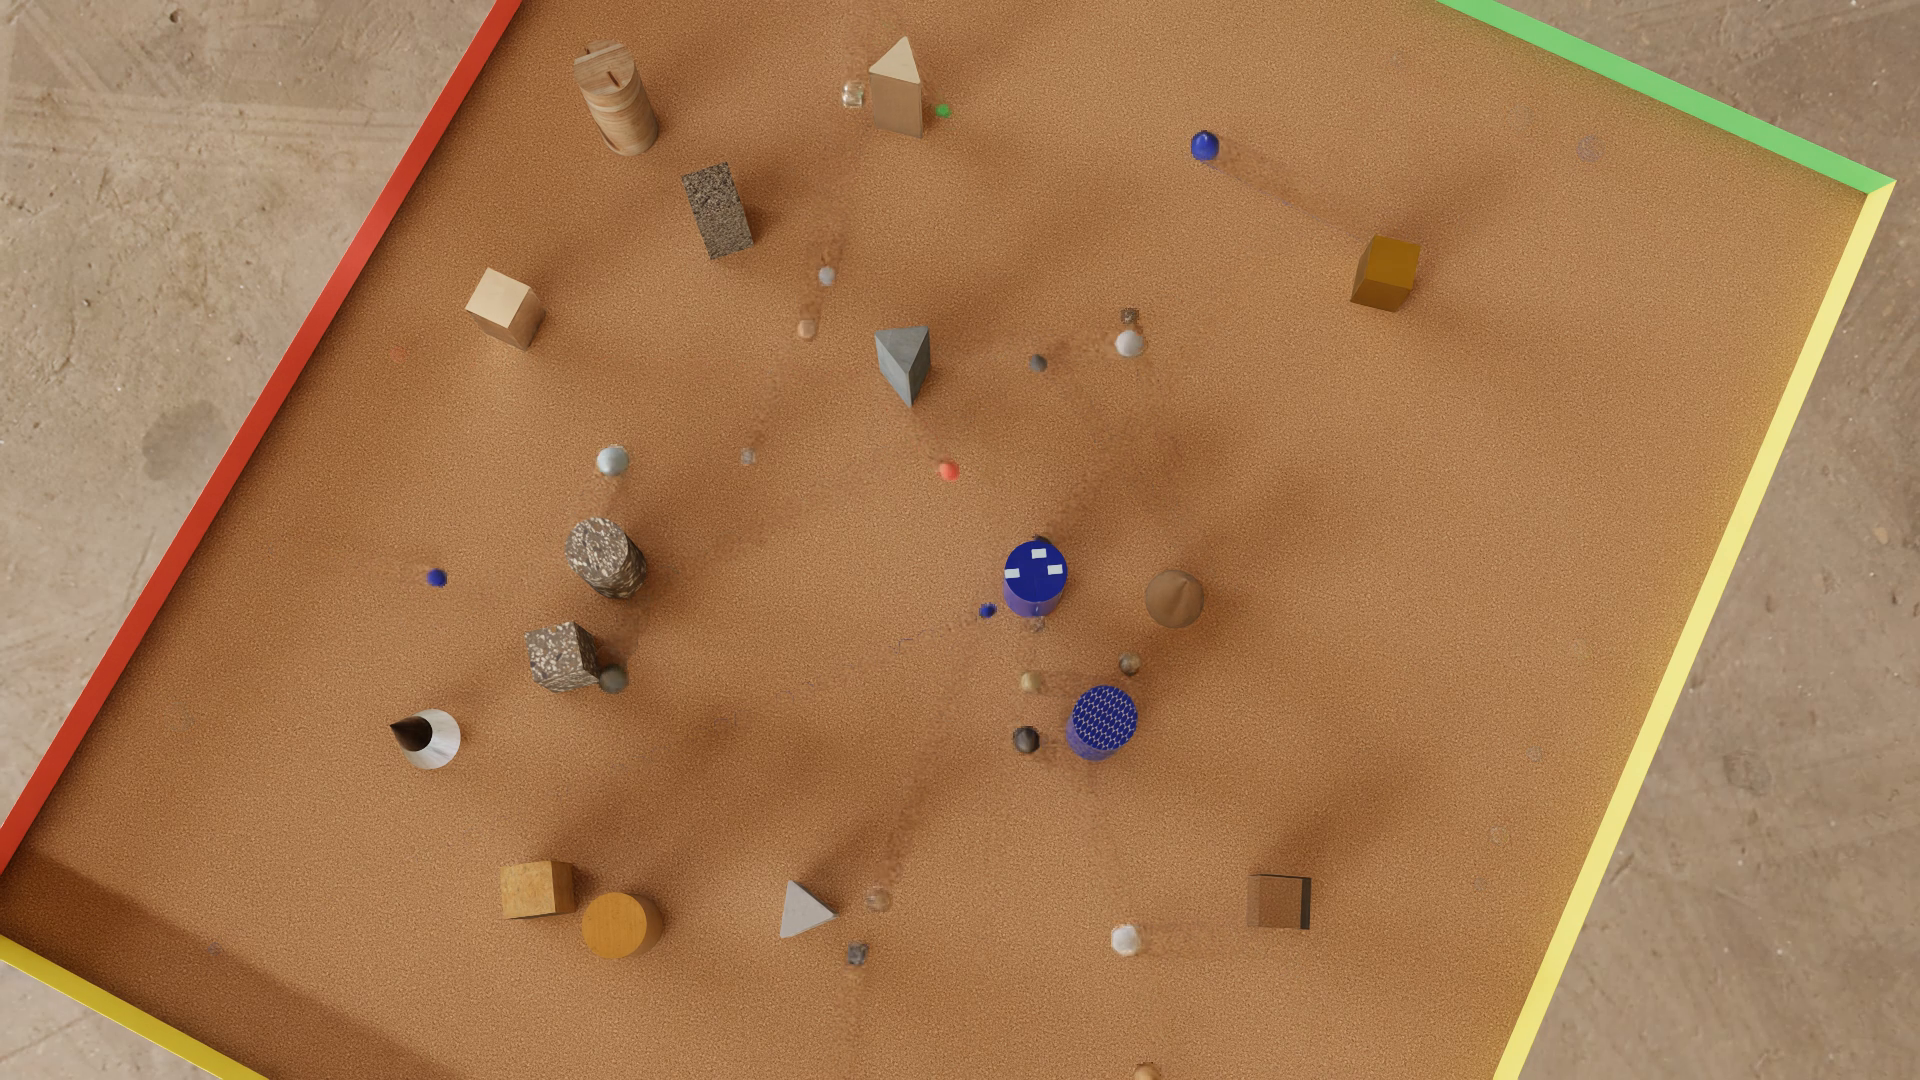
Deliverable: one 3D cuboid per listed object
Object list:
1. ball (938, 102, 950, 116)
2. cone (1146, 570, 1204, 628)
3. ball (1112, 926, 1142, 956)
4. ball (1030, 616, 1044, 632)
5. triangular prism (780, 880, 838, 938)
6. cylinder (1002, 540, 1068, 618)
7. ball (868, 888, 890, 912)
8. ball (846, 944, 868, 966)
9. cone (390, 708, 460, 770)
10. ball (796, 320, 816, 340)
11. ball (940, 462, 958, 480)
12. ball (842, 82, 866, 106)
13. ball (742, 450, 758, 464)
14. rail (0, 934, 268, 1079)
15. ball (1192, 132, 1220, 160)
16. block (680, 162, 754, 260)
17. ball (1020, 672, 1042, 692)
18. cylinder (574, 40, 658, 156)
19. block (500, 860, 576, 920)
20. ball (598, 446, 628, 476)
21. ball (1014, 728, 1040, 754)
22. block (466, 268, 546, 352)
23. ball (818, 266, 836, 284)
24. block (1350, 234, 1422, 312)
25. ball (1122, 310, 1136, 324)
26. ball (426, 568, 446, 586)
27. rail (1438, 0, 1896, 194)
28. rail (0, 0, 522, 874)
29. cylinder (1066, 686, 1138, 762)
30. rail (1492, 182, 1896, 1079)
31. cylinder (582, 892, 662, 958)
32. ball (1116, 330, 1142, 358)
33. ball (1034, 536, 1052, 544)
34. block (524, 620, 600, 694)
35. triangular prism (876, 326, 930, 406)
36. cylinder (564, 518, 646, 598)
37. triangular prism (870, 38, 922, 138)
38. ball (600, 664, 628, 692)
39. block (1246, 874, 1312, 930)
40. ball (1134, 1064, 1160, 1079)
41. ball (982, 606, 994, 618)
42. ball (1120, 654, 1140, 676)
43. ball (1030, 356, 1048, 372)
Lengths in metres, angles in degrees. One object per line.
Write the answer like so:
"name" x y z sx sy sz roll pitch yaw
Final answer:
"ball" -0.051 -1.382 5.881 0.041 0.041 0.041 0 78 0
"cone" 0.654 0.147 5.420 0.181 0.326 0.181 0 78 0
"ball" 0.485 1.166 5.331 0.086 0.086 0.086 0 78 0
"ball" 0.233 0.254 5.526 0.046 0.046 0.046 0 78 0
"triangular prism" -0.453 1.044 5.262 0.157 0.272 0.136 -22 79 -4
"cylinder" 0.220 0.120 5.442 0.181 0.293 0.181 0 78 0
"ball" -0.236 1.052 5.365 0.067 0.067 0.067 0 78 0
"ball" -0.300 1.208 5.334 0.064 0.064 0.064 0 78 0
"cone" -1.588 0.556 5.296 0.181 0.403 0.181 0 78 0
"ball" -0.478 -0.656 5.720 0.062 0.062 0.062 0 78 0
"ball" -0.035 -0.211 5.632 0.054 0.054 0.054 0 78 0
"ball" -0.341 -1.429 5.871 0.080 0.080 0.080 0 78 0
"ball" -0.648 -0.255 5.645 0.047 0.047 0.047 0 78 0
"rail" -1.032 2.028 5.136 4.218 0.118 0.045 26 80 5
"ball" 0.784 -1.253 5.831 0.087 0.087 0.087 0 78 0
"block" -0.744 -1.011 5.649 0.145 0.345 0.145 -19 79 -4
"ball" 0.214 0.425 5.496 0.064 0.064 0.064 0 78 0
"cylinder" -1.060 -1.362 5.672 0.181 0.442 0.181 0 78 0
"block" -1.213 1.008 5.270 0.145 0.270 0.145 -7 78 -2
"ball" -1.066 -0.240 5.620 0.091 0.091 0.091 0 78 0
"ball" 0.199 0.599 5.453 0.077 0.077 0.077 0 78 0
"block" -1.395 -0.707 5.642 0.145 0.236 0.145 25 79 5
"ball" -0.417 -0.831 5.761 0.054 0.054 0.054 0 78 0
"block" 1.316 -0.823 5.675 0.145 0.219 0.145 14 79 3
"ball" 0.532 -0.701 5.739 0.043 0.043 0.043 0 78 0
"ball" -1.591 0.115 5.565 0.055 0.055 0.055 0 78 0
"rail" 1.032 -2.015 5.972 4.218 0.118 0.045 26 80 5
"rail" -1.865 -0.907 5.743 0.045 0.118 4.663 26 80 5
"cylinder" 0.406 0.536 5.311 0.181 0.381 0.181 0 78 0
"rail" 1.865 0.920 5.365 0.045 0.118 4.663 26 80 5
"cylinder" -0.964 1.103 5.245 0.181 0.280 0.181 0 78 0
"ball" 0.526 -0.610 5.700 0.083 0.083 0.083 0 78 0
"ball" 0.246 0.021 5.561 0.067 0.067 0.067 0 78 0
"block" -1.166 0.348 5.398 0.145 0.287 0.145 -14 79 -3
"triangular prism" -0.148 -0.550 5.543 0.136 0.365 0.157 -36 81 -7
"cylinder" -1.047 0.058 5.435 0.181 0.331 0.181 0 78 0
"triangular prism" -0.180 -1.415 5.707 0.157 0.395 0.136 14 79 3
"ball" -1.037 0.412 5.478 0.084 0.084 0.084 0 78 0
"block" 0.916 1.044 5.282 0.145 0.232 0.145 4 78 1
"ball" 0.537 1.543 5.260 0.073 0.073 0.073 0 78 0
"ball" 0.085 0.217 5.551 0.040 0.040 0.040 0 78 0
"ball" 0.511 0.375 5.506 0.064 0.064 0.064 0 78 0
"ball" 0.245 -0.548 5.703 0.052 0.052 0.052 0 78 0
